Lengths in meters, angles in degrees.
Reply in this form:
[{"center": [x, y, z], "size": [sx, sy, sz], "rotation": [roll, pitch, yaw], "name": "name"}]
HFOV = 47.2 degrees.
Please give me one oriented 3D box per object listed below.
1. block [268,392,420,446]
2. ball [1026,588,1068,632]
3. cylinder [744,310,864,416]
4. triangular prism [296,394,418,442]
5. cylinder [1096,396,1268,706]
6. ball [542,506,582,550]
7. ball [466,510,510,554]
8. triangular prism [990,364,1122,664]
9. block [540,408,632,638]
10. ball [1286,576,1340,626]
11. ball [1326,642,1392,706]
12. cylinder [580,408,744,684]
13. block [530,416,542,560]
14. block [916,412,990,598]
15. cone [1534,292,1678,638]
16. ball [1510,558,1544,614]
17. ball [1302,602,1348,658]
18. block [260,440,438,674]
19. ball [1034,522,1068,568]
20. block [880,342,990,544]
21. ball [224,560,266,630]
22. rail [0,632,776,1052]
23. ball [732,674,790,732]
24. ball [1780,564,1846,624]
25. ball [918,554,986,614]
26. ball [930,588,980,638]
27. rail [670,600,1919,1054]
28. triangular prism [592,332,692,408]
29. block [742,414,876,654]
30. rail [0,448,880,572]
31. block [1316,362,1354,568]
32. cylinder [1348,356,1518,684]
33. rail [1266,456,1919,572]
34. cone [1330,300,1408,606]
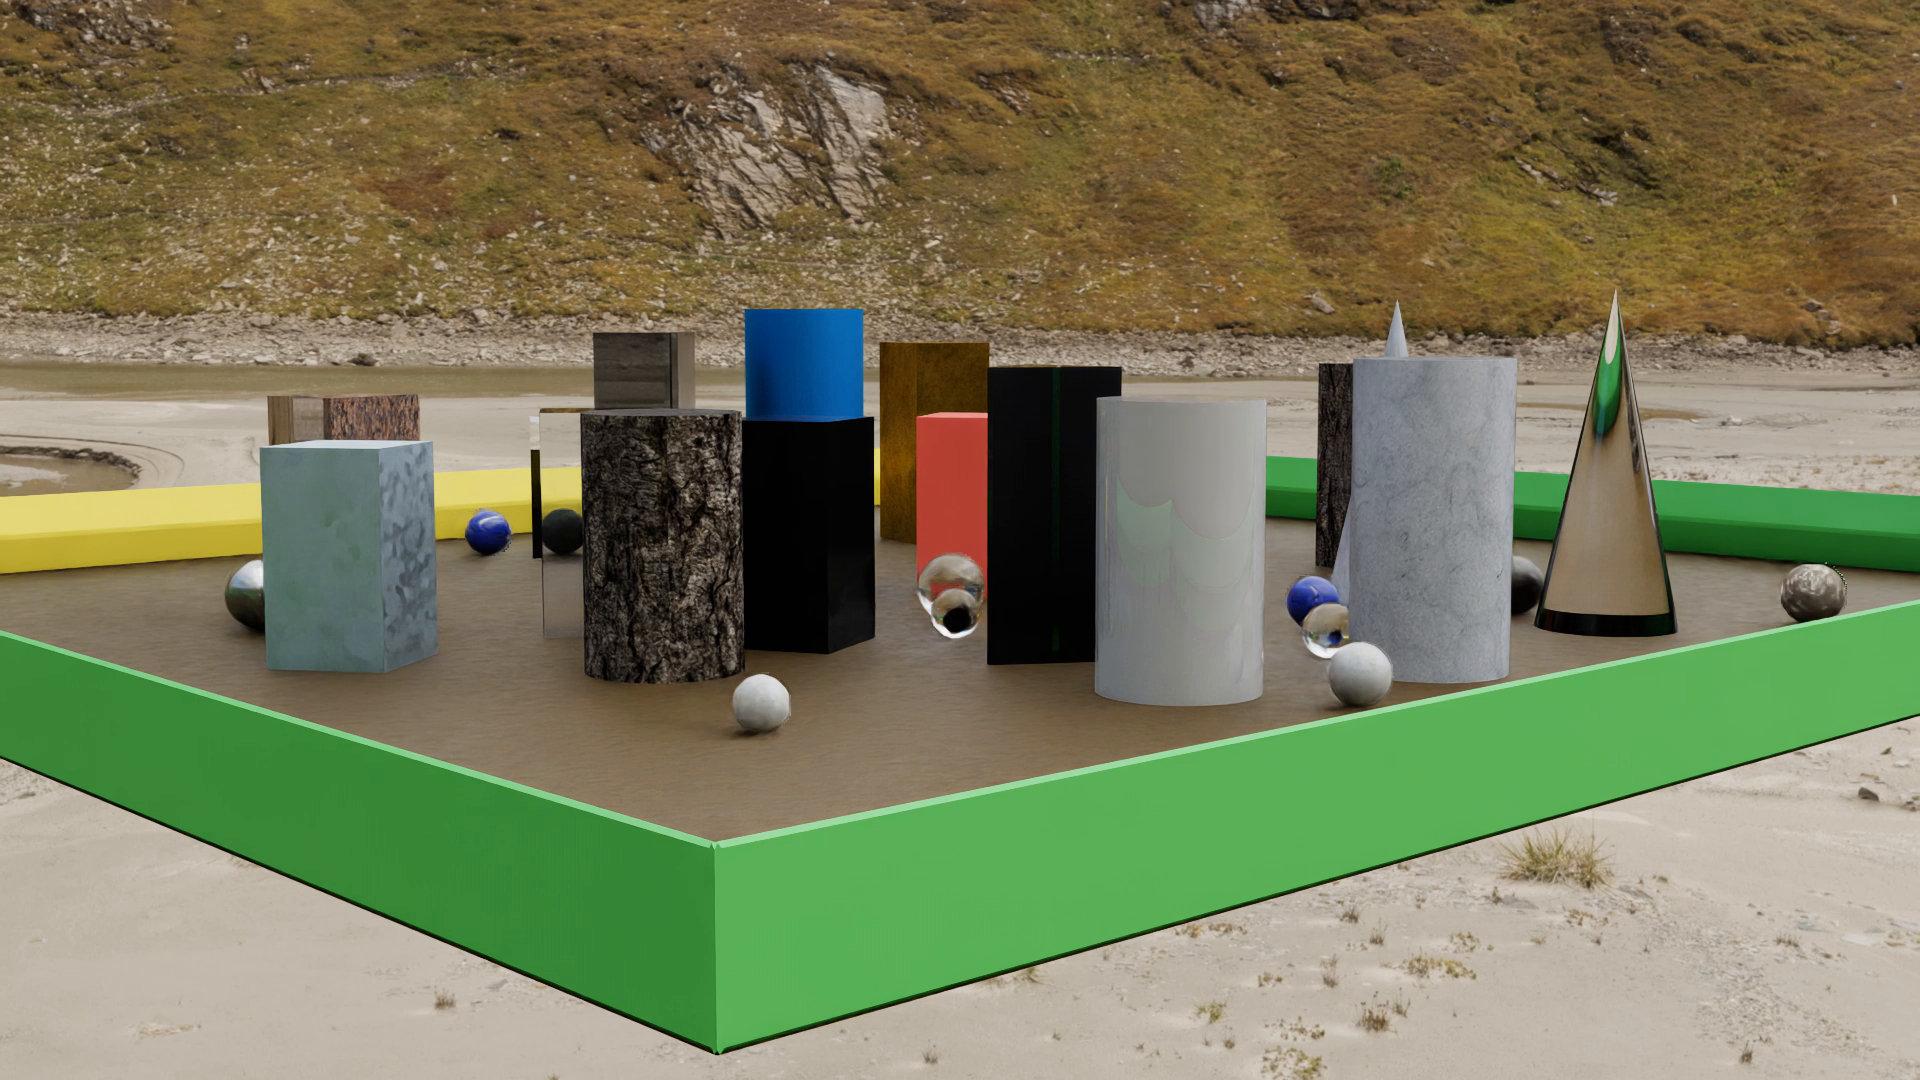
[{"center": [-0.935, -0.063, 3.356], "size": [0.157, 0.316, 0.157], "rotation": [3, 7, 29], "name": "block"}, {"center": [0.122, 0.097, 3.058], "size": [0.059, 0.059, 0.059], "rotation": [0, 6, 0], "name": "ball"}, {"center": [-0.260, -0.162, 3.683], "size": [0.197, 0.446, 0.197], "rotation": [0, 6, 0], "name": "cylinder"}, {"center": [-0.821, -0.037, 3.050], "size": [0.148, 0.328, 0.170], "rotation": [-3, 7, -30], "name": "triangular prism"}, {"center": [0.256, 0.007, 2.561], "size": [0.197, 0.343, 0.197], "rotation": [0, 6, 0], "name": "cylinder"}, {"center": [-0.735, -0.022, 4.082], "size": [0.084, 0.084, 0.084], "rotation": [0, 6, 0], "name": "ball"}, {"center": [-0.862, -0.014, 4.020], "size": [0.081, 0.081, 0.081], "rotation": [0, 6, 0], "name": "ball"}, {"center": [0.104, -0.038, 2.839], "size": [0.170, 0.374, 0.148], "rotation": [-1, 6, -12], "name": "triangular prism"}, {"center": [-0.504, -0.028, 3.070], "size": [0.157, 0.306, 0.157], "rotation": [-1, 6, -10], "name": "block"}, {"center": [0.495, 0.088, 3.080], "size": [0.074, 0.074, 0.074], "rotation": [0, 6, 0], "name": "ball"}, {"center": [0.450, 0.151, 2.478], "size": [0.073, 0.073, 0.073], "rotation": [0, 6, 0], "name": "ball"}, {"center": [-0.366, 0.002, 2.713], "size": [0.197, 0.320, 0.197], "rotation": [0, 6, 0], "name": "cylinder"}, {"center": [-0.660, -0.096, 3.963], "size": [0.157, 0.256, 0.157], "rotation": [4, 7, 30], "name": "block"}, {"center": [0.026, -0.057, 3.472], "size": [0.157, 0.280, 0.157], "rotation": [1, 6, 12], "name": "block"}, {"center": [0.910, -0.113, 3.076], "size": [0.197, 0.475, 0.197], "rotation": [0, 6, 0], "name": "cone"}, {"center": [0.817, 0.067, 3.233], "size": [0.083, 0.083, 0.083], "rotation": [0, 6, 0], "name": "ball"}, {"center": [0.475, 0.116, 2.816], "size": [0.072, 0.072, 0.072], "rotation": [0, 6, 0], "name": "ball"}, {"center": [-0.771, 0.017, 2.784], "size": [0.157, 0.276, 0.157], "rotation": [1, 6, 11], "name": "block"}, {"center": [0.147, 0.008, 3.819], "size": [0.080, 0.080, 0.080], "rotation": [0, 6, 0], "name": "ball"}, {"center": [-0.050, -0.192, 4.272], "size": [0.157, 0.382, 0.157], "rotation": [-3, 7, -28], "name": "block"}, {"center": [-0.976, 0.076, 3.074], "size": [0.098, 0.098, 0.098], "rotation": [0, 6, 0], "name": "ball"}, {"center": [-1.074, 0.136, 2.346], "size": [0.045, 0.128, 2.790], "rotation": [-5, 8, -42], "name": "rail"}, {"center": [-0.211, 0.173, 2.325], "size": [0.061, 0.061, 0.061], "rotation": [0, 6, 0], "name": "ball"}, {"center": [1.211, 0.077, 3.122], "size": [0.087, 0.087, 0.087], "rotation": [0, 6, 0], "name": "ball"}, {"center": [-0.013, 0.068, 3.154], "size": [0.097, 0.097, 0.097], "rotation": [0, 6, 0], "name": "ball"}, {"center": [-0.006, 0.099, 2.993], "size": [0.069, 0.069, 0.069], "rotation": [0, 6, 0], "name": "ball"}, {"center": [0.930, 0.138, 2.330], "size": [2.971, 0.128, 0.045], "rotation": [-5, 8, -42], "name": "rail"}, {"center": [-0.483, -0.135, 3.598], "size": [0.170, 0.409, 0.148], "rotation": [4, 7, 32], "name": "triangular prism"}, {"center": [-0.217, -0.012, 2.939], "size": [0.157, 0.301, 0.157], "rotation": [2, 6, 20], "name": "block"}, {"center": [-0.930, -0.071, 4.334], "size": [2.971, 0.128, 0.045], "rotation": [-5, 8, -42], "name": "rail"}, {"center": [0.729, -0.128, 3.800], "size": [0.157, 0.353, 0.157], "rotation": [-3, 7, -29], "name": "block"}, {"center": [0.581, -0.031, 2.712], "size": [0.197, 0.386, 0.197], "rotation": [0, 6, 0], "name": "cylinder"}, {"center": [1.074, -0.070, 4.318], "size": [0.045, 0.128, 2.790], "rotation": [-5, 8, -42], "name": "rail"}, {"center": [0.662, -0.136, 3.351], "size": [0.197, 0.462, 0.197], "rotation": [0, 6, 0], "name": "cone"}]
